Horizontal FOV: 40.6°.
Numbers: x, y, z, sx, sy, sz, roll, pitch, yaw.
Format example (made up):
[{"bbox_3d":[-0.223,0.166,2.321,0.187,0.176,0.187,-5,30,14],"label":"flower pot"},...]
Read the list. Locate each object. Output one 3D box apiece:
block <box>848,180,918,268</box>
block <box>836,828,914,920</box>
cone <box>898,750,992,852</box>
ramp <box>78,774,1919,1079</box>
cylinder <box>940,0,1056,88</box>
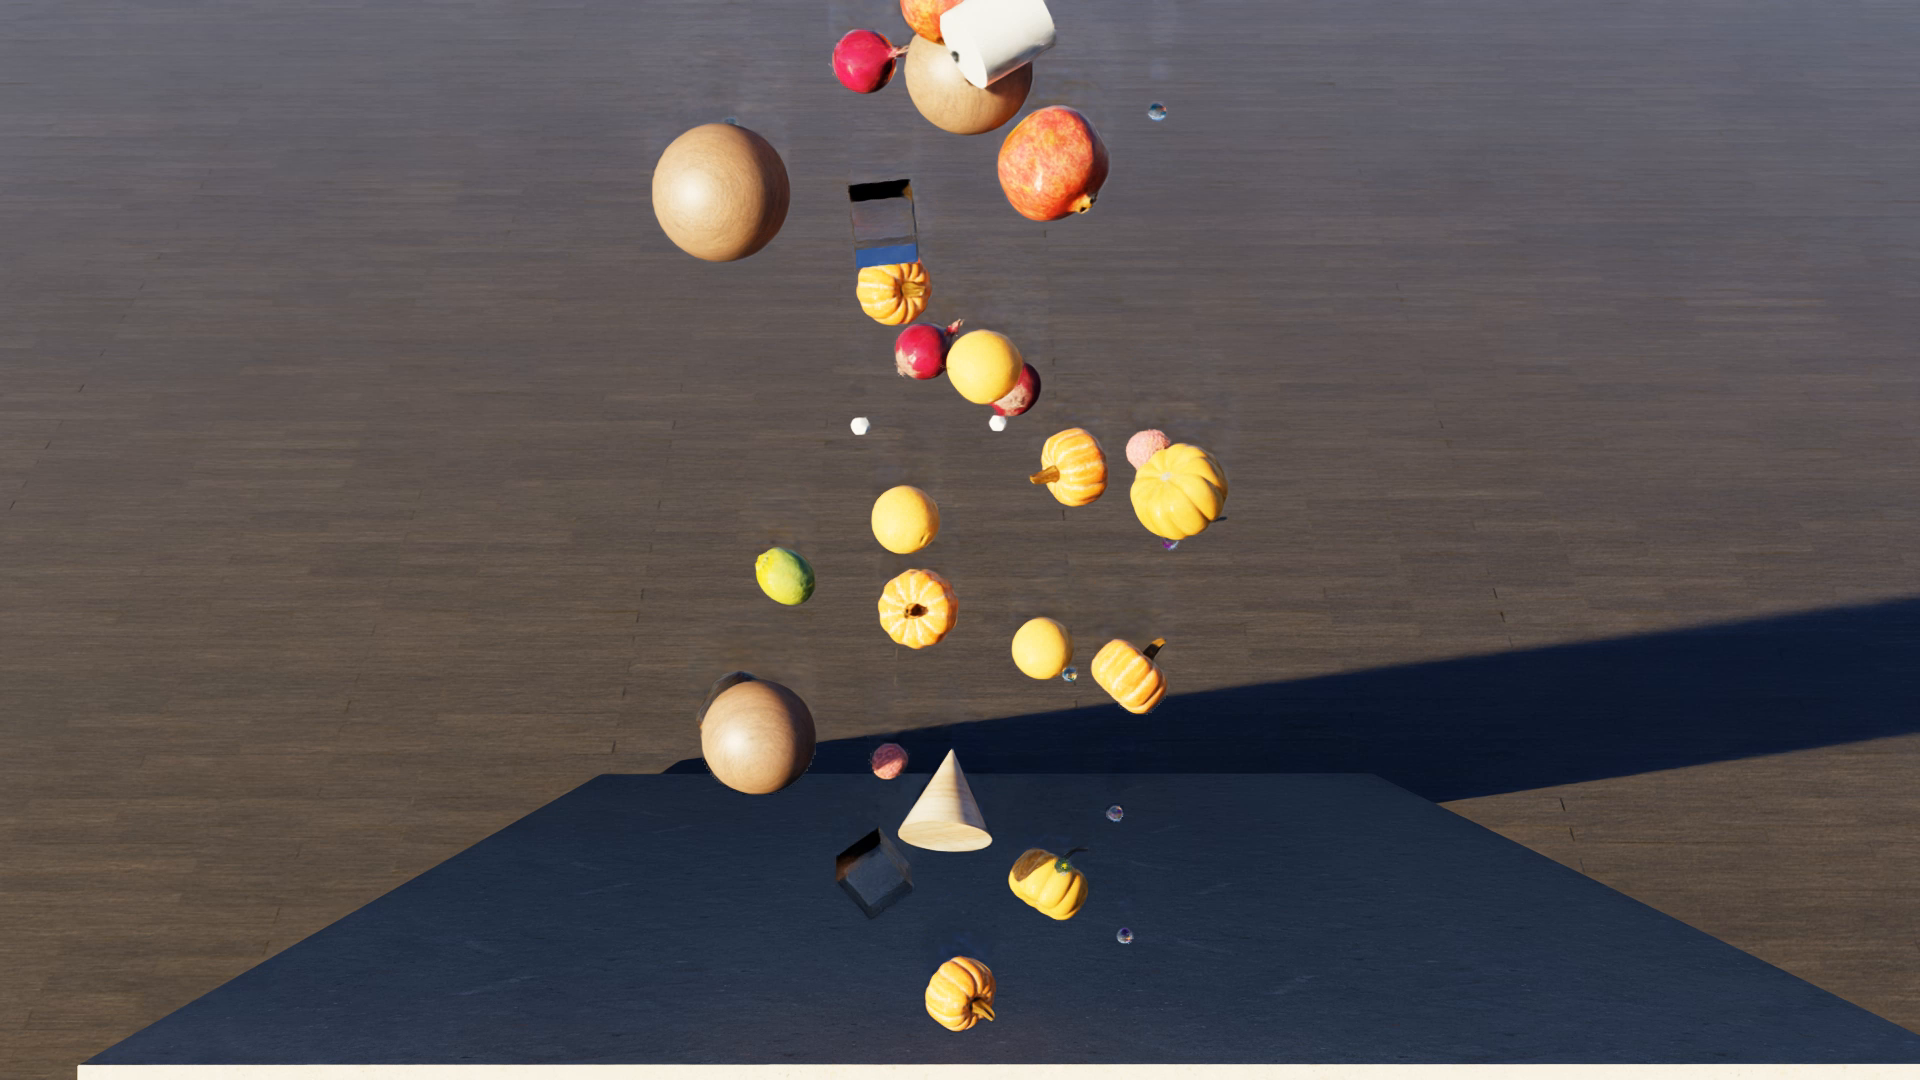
[{"bbox_3d":[-0.075,-0.310,2.541,0.061,0.061,0.061,-6,71,-2],"label":"block"},{"bbox_3d":[-0.092,0.357,2.778,0.058,0.058,0.058,-36,18,8],"label":"block"},{"bbox_3d":[-0.011,0.251,2.583,0.094,0.094,0.094,3,65,5],"label":"cone"},{"bbox_3d":[0.071,0.629,4.724,2.000,0.100,4.000,0,-1,0],"label":"ramp"},{"bbox_3d":[0.035,-0.475,2.420,0.079,0.079,0.079,-32,41,-12],"label":"cylinder"}]
